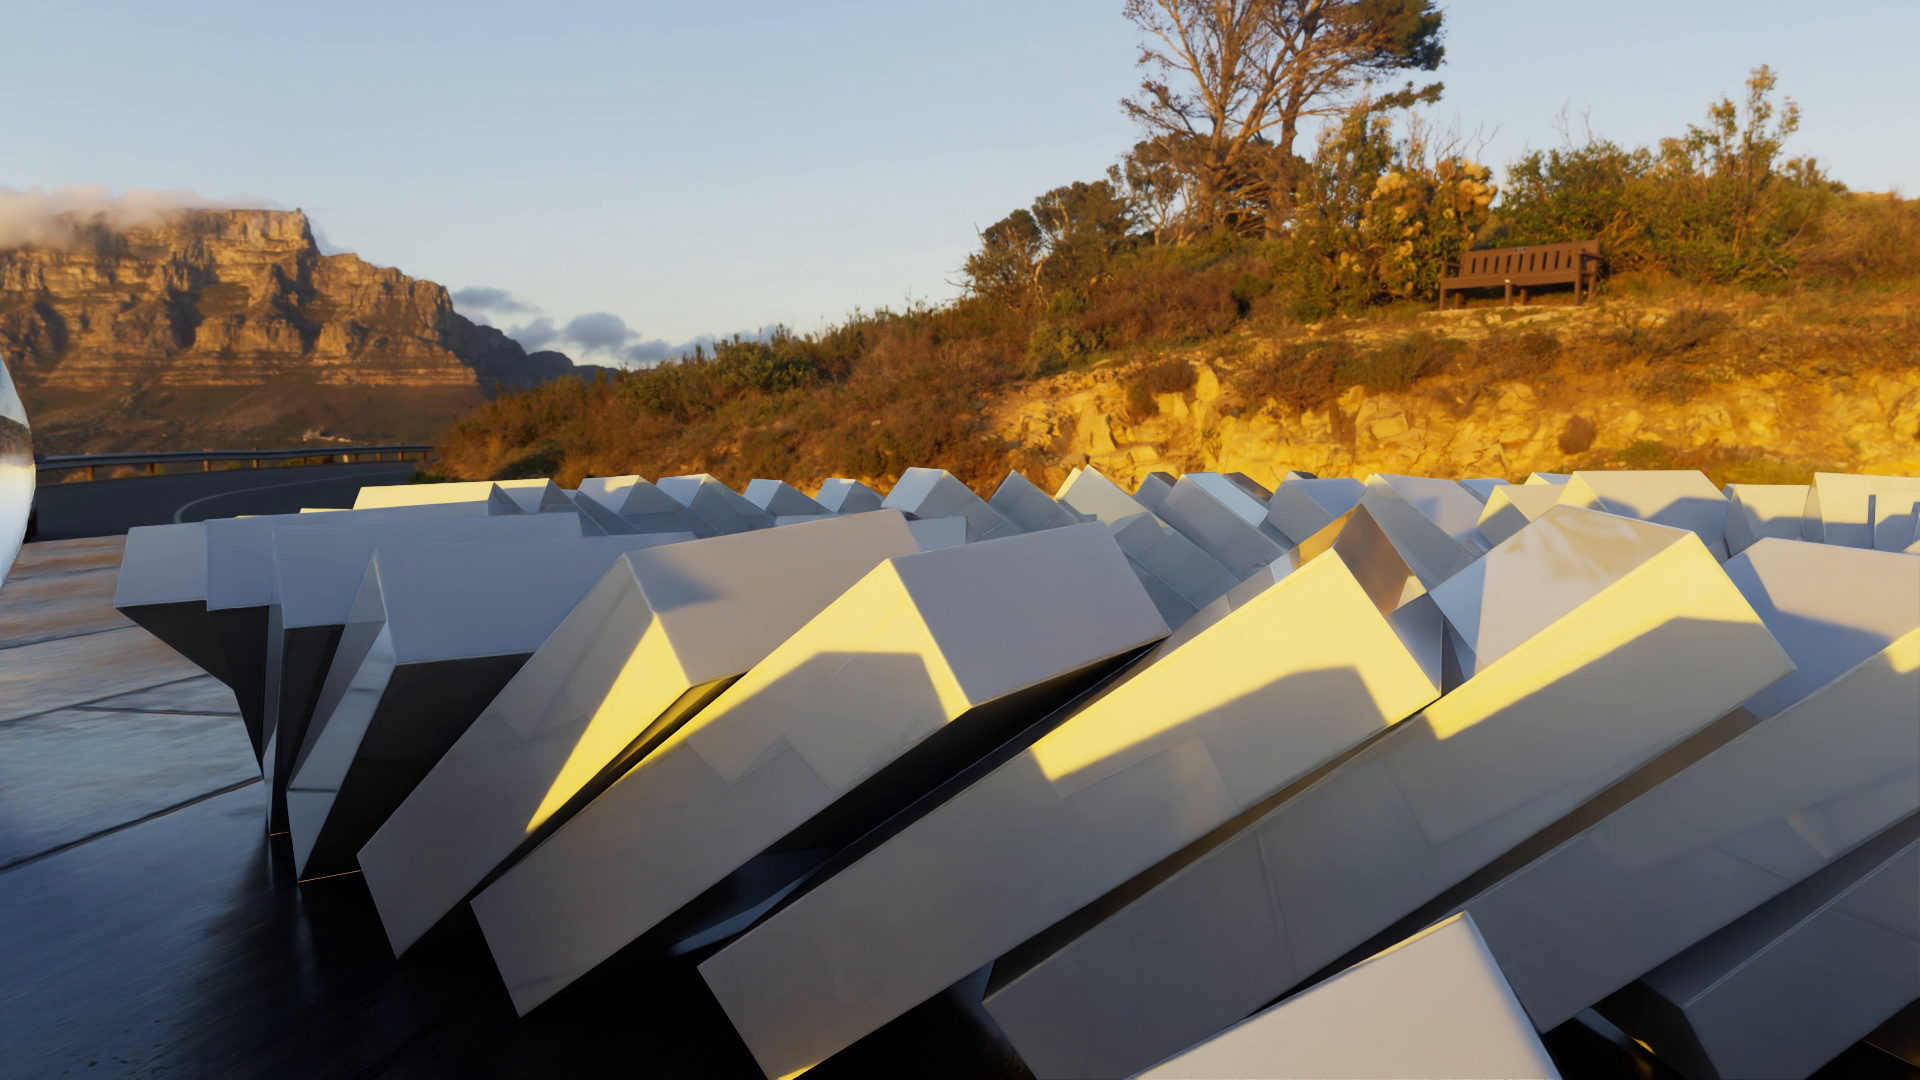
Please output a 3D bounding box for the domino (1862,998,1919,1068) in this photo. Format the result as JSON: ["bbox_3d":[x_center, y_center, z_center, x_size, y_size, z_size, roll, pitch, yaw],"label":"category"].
[{"bbox_3d":[0.081,0.018,0.100,0.050,0.009,0.025,-34,11,-10],"label":"domino"}]

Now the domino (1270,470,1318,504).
[{"bbox_3d":[0.104,0.000,0.322,0.050,0.010,0.025,37,17,21],"label":"domino"}]

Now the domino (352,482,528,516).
[{"bbox_3d":[-0.079,0.007,0.223,0.025,0.010,0.050,-2,-30,16],"label":"domino"}]

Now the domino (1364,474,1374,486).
[{"bbox_3d":[0.122,0.001,0.314,0.050,0.010,0.025,39,22,26],"label":"domino"}]

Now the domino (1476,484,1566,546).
[{"bbox_3d":[0.114,0.009,0.220,0.025,0.010,0.050,-1,37,-15],"label":"domino"}]

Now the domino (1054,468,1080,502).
[{"bbox_3d":[0.048,-0.001,0.334,0.050,0.010,0.025,34,6,5],"label":"domino"}]

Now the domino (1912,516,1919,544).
[{"bbox_3d":[0.110,0.015,0.130,0.025,0.009,0.050,4,41,43],"label":"domino"}]

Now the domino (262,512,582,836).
[{"bbox_3d":[-0.055,0.015,0.129,0.025,0.009,0.050,-4,-28,-32],"label":"domino"}]

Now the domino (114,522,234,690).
[{"bbox_3d":[-0.078,0.013,0.161,0.025,0.009,0.050,-5,-26,-4],"label":"domino"}]

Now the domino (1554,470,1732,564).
[{"bbox_3d":[0.119,0.008,0.203,0.025,0.010,0.050,-1,42,-13],"label":"domino"}]

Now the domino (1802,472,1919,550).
[{"bbox_3d":[0.126,0.011,0.165,0.025,0.010,0.050,5,42,23],"label":"domino"}]

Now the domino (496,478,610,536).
[{"bbox_3d":[-0.075,0.006,0.240,0.025,0.010,0.050,-2,-30,19],"label":"domino"}]

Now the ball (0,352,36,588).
[{"bbox_3d":[-0.178,-0.011,0.178,0.080,0.080,0.080,0,4,0],"label":"ball"}]

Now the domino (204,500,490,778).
[{"bbox_3d":[-0.066,0.013,0.143,0.025,0.010,0.050,-6,-27,-25],"label":"domino"}]

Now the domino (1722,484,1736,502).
[{"bbox_3d":[0.181,0.006,0.260,0.025,0.010,0.050,1,34,-22],"label":"domino"}]

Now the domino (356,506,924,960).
[{"bbox_3d":[-0.026,0.016,0.102,0.025,0.010,0.050,-11,-23,-49],"label":"domino"}]

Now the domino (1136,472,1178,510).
[{"bbox_3d":[0.069,0.000,0.332,0.050,0.009,0.025,35,13,13],"label":"domino"}]

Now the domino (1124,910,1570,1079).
[{"bbox_3d":[-0.012,0.024,0.015,0.050,0.010,0.025,-31,-2,11],"label":"domino"}]

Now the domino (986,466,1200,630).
[{"bbox_3d":[0.027,0.005,0.255,0.050,0.010,0.025,37,4,-1],"label":"domino"}]

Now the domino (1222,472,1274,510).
[{"bbox_3d":[0.088,0.000,0.328,0.050,0.010,0.025,36,16,16],"label":"domino"}]

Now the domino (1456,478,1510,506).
[{"bbox_3d":[0.142,0.003,0.304,0.025,0.009,0.050,-4,37,-45],"label":"domino"}]

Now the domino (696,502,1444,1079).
[{"bbox_3d":[0.008,0.017,0.088,0.050,0.010,0.025,-37,-7,21],"label":"domino"}]

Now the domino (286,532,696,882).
[{"bbox_3d":[-0.043,0.016,0.116,0.025,0.010,0.050,-3,-28,-37],"label":"domino"}]

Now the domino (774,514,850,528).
[{"bbox_3d":[-0.007,0.010,0.223,0.050,0.010,0.025,29,-19,-37],"label":"domino"}]

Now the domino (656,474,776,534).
[{"bbox_3d":[-0.045,0.003,0.292,0.050,0.010,0.025,35,-20,-31],"label":"domino"}]

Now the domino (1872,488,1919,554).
[{"bbox_3d":[0.119,0.013,0.146,0.025,0.010,0.050,3,41,35],"label":"domino"}]

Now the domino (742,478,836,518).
[{"bbox_3d":[-0.028,0.002,0.307,0.050,0.009,0.025,32,-10,-23],"label":"domino"}]

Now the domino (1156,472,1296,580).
[{"bbox_3d":[0.065,0.005,0.255,0.050,0.010,0.025,39,19,18],"label":"domino"}]

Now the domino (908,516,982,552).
[{"bbox_3d":[-0.005,0.012,0.192,0.025,0.009,0.050,-5,-23,13],"label":"domino"}]

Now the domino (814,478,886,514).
[{"bbox_3d":[-0.011,0.002,0.316,0.050,0.009,0.025,32,-8,-20],"label":"domino"}]

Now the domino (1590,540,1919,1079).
[{"bbox_3d":[0.066,0.017,0.093,0.050,0.010,0.025,-33,11,-4],"label":"domino"}]

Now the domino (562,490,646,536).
[{"bbox_3d":[-0.068,0.006,0.265,0.025,0.010,0.050,4,-25,42],"label":"domino"}]

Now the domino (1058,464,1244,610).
[{"bbox_3d":[0.044,0.004,0.258,0.050,0.010,0.025,38,8,9],"label":"domino"}]

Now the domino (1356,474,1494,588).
[{"bbox_3d":[0.100,0.006,0.240,0.025,0.009,0.050,2,35,-35],"label":"domino"}]

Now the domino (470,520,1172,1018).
[{"bbox_3d":[-0.011,0.017,0.093,0.050,0.010,0.025,-39,-16,32],"label":"domino"}]

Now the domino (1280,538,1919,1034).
[{"bbox_3d":[0.044,0.018,0.089,0.050,0.010,0.025,-33,3,4],"label":"domino"}]

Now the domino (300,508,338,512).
[{"bbox_3d":[-0.081,0.011,0.206,0.025,0.010,0.050,1,-25,10],"label":"domino"}]

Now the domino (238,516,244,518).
[{"bbox_3d":[-0.080,0.012,0.184,0.025,0.009,0.050,0,-26,-1],"label":"domino"}]

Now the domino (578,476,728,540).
[{"bbox_3d":[-0.058,0.003,0.279,0.025,0.009,0.050,1,-30,49],"label":"domino"}]

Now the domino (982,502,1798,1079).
[{"bbox_3d":[0.026,0.017,0.088,0.050,0.009,0.025,-37,-1,11],"label":"domino"}]

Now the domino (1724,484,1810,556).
[{"bbox_3d":[0.128,0.011,0.182,0.025,0.009,0.050,1,39,17],"label":"domino"}]

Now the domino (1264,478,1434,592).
[{"bbox_3d":[0.086,0.006,0.250,0.025,0.010,0.050,-4,39,-43],"label":"domino"}]

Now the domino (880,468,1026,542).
[{"bbox_3d":[0.010,0.005,0.243,0.050,0.010,0.025,38,-7,-16],"label":"domino"}]

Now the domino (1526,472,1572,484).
[{"bbox_3d":[0.154,0.002,0.293,0.025,0.010,0.050,0,35,-41],"label":"domino"}]
